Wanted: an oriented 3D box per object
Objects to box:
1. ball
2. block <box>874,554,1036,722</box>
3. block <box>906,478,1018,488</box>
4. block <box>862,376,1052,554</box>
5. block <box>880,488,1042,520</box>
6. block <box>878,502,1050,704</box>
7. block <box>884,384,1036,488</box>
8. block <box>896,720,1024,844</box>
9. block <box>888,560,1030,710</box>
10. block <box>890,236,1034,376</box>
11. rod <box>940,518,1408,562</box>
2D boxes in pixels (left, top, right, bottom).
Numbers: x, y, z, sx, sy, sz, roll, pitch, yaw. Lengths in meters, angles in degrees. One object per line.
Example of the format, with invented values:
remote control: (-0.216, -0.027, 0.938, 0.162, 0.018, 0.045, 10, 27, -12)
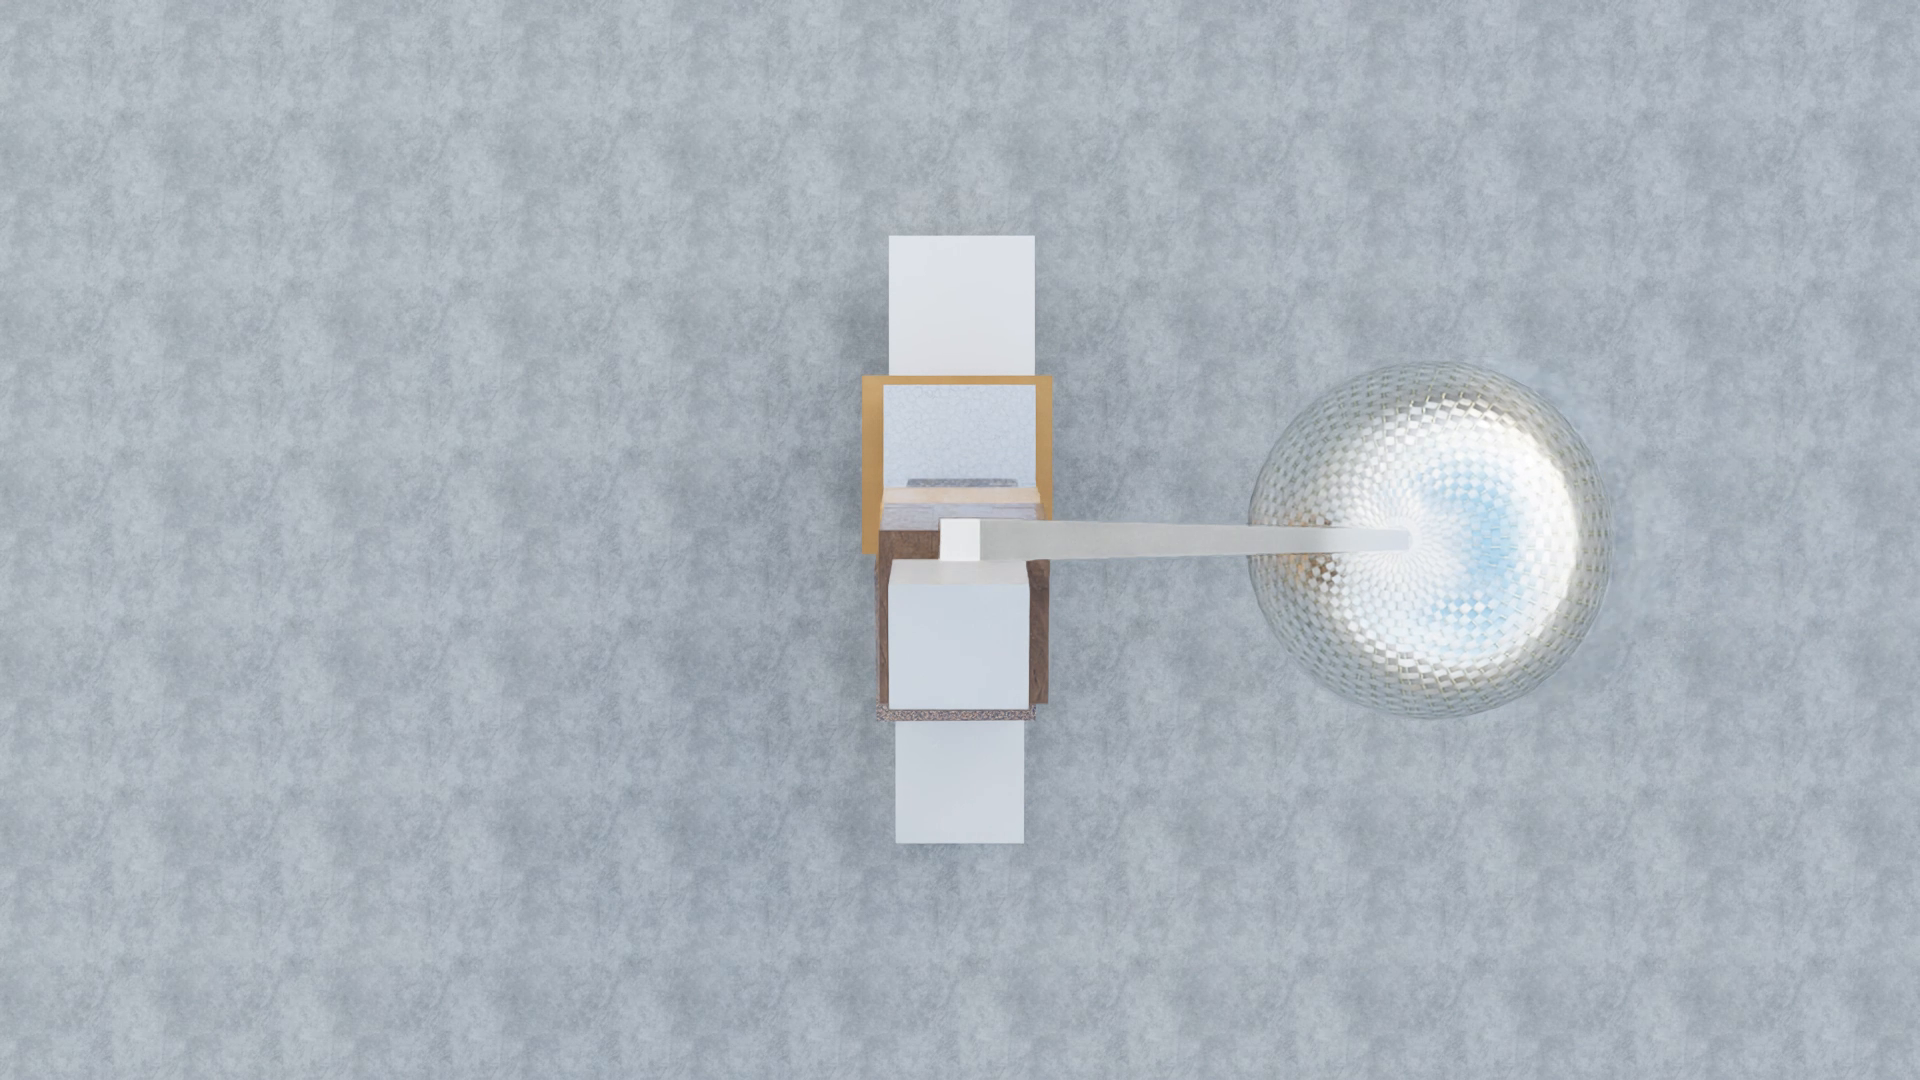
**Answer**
ball: (2.074, 0.000, 9.772, 1.600, 1.600, 1.600, 0, 90, 0)
block: (-0.021, 0.442, 11.067, 0.783, 0.694, 0.766, 0, 102, 0)
block: (0.010, 0.041, 10.325, 0.522, 0.475, 0.594, 0, 100, 0)
block: (-0.014, -0.389, 11.749, 0.983, 0.808, 0.921, 0, 90, 0)
block: (0.005, 0.137, 9.786, 0.699, 0.621, 0.652, 0, 100, 0)
block: (0.017, 0.251, 9.141, 0.680, 0.688, 0.710, 0, 100, 0)
block: (-0.003, -0.388, 10.949, 0.729, 0.792, 0.712, 0, 90, 0)
block: (-0.001, 1.325, 12.584, 0.710, 0.832, 0.705, 0, 90, 0)
block: (-0.004, 0.358, 8.540, 0.527, 0.533, 0.478, 0, 100, 0)
block: (0.010, -1.270, 12.561, 0.803, 0.878, 0.815, 0, 90, 0)
rod: (0.899, 0.000, 6.582, 0.080, 5.200, 0.080, 0, 90, 20)
